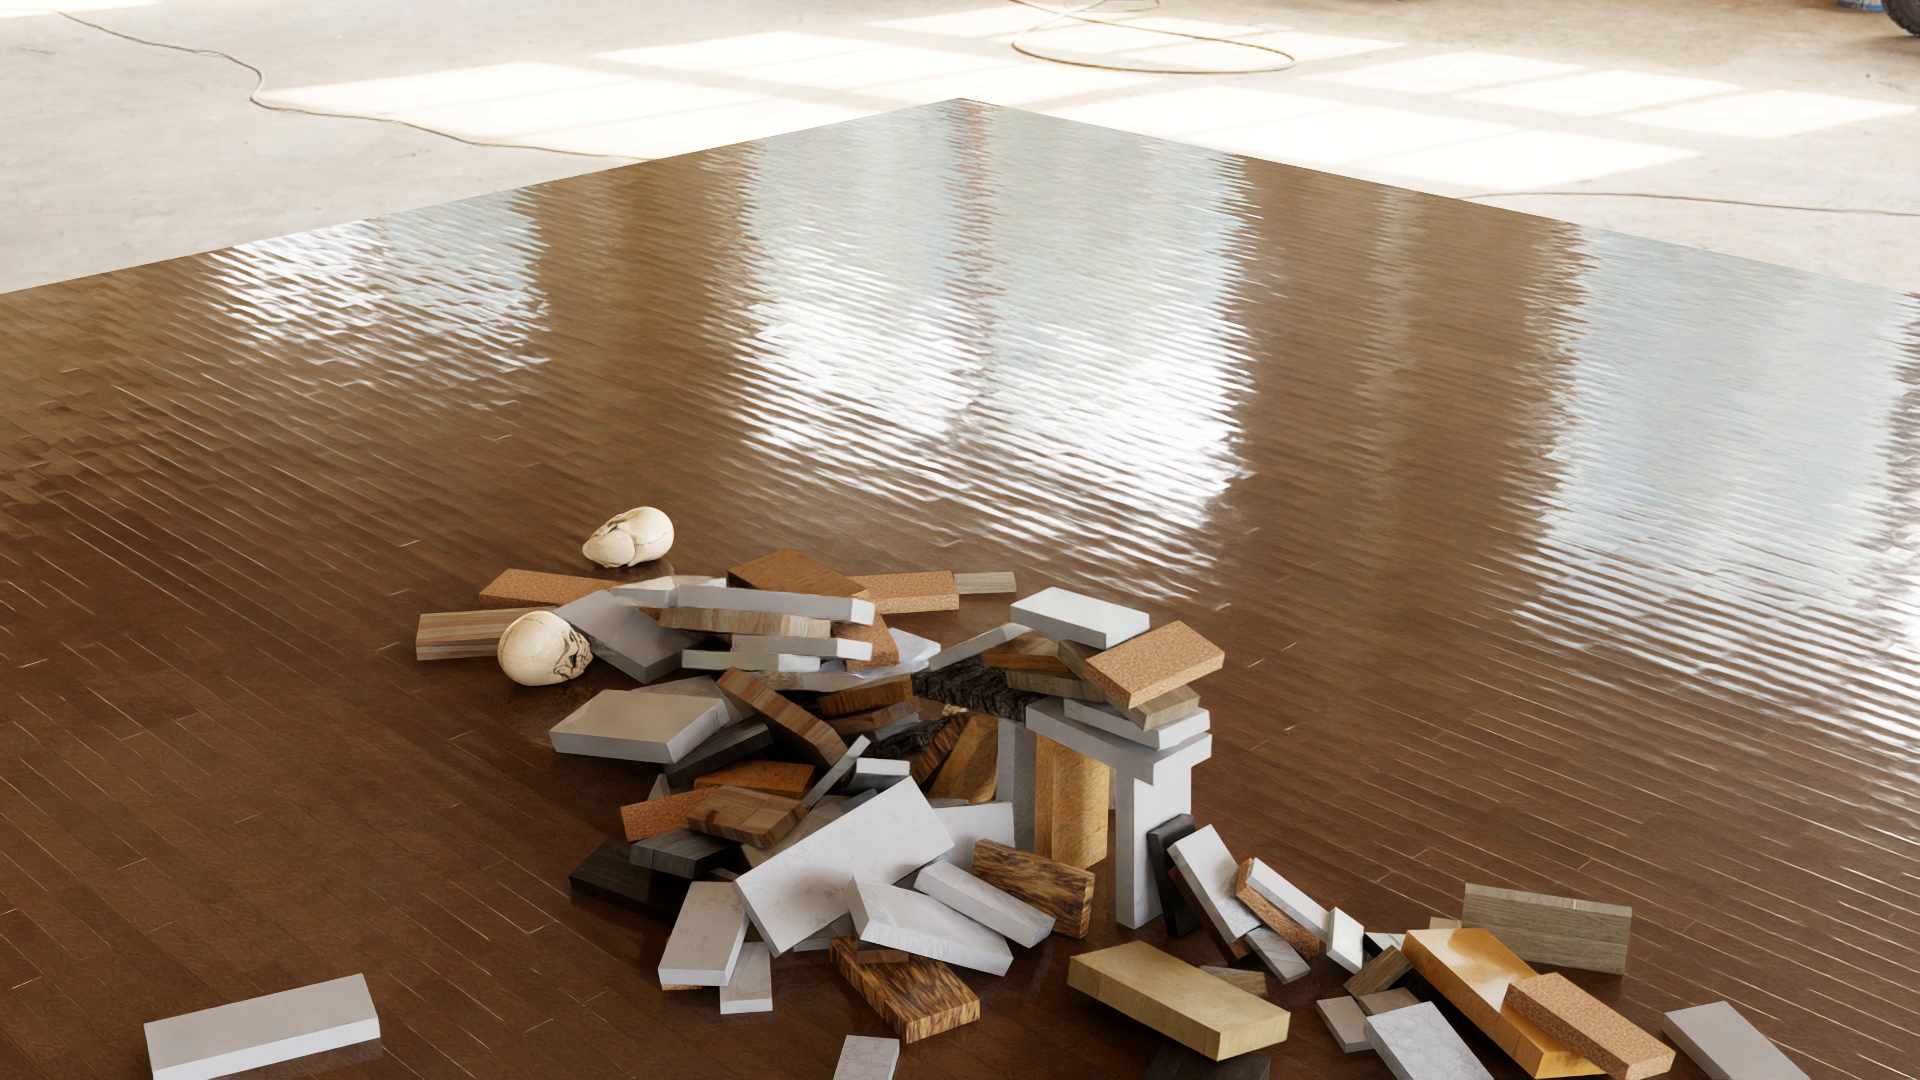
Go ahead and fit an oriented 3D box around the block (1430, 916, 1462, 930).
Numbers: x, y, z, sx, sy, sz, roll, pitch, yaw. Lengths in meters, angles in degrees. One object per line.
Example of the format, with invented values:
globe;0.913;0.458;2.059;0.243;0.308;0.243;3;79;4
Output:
block;0.884;0.730;4.019;0.057;0.016;0.114;6;24;15

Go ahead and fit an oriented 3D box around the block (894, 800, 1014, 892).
block;-0.052;0.586;4.176;0.310;0.155;0.044;-4;0;-9

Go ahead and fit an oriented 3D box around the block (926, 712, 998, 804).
block;0.041;0.435;4.364;0.155;0.310;0.044;-19;60;-37

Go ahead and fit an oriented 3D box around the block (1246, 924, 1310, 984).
block;0.570;0.742;3.945;0.057;0.016;0.114;-15;47;-31

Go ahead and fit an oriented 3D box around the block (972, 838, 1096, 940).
block;0.132;0.646;4.080;0.238;0.119;0.034;14;14;29

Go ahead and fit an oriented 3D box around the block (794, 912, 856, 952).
block;-0.228;0.717;4.041;0.163;0.023;0.081;-4;23;-8

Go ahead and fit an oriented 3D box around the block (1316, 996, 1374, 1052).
block;0.667;0.831;3.778;0.064;0.018;0.129;-6;24;-13

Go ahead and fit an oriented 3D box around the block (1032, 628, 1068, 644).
block;0.226;0.174;4.148;0.102;0.029;0.203;-20;39;-41

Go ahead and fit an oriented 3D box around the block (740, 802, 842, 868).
block;-0.309;0.580;4.201;0.199;0.028;0.099;-24;38;-12

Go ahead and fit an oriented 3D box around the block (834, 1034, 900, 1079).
block;-0.159;0.886;3.639;0.090;0.025;0.179;3;23;7

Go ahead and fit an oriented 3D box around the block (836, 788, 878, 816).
block;-0.254;0.579;4.237;0.253;0.036;0.126;-24;37;-11

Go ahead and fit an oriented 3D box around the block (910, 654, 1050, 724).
block;0.068;0.283;4.274;0.155;0.044;0.311;-21;21;-40

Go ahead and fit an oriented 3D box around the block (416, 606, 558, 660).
block;-1.113;0.219;5.188;0.319;0.045;0.159;-3;23;-8

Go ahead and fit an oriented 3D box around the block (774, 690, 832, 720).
block;-0.338;0.361;4.752;0.117;0.033;0.234;6;3;-27

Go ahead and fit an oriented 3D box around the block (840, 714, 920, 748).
block;-0.202;0.402;4.635;0.117;0.033;0.234;-20;3;-39

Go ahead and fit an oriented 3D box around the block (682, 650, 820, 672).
block;-0.468;0.274;4.912;0.282;0.040;0.141;0;-6;35

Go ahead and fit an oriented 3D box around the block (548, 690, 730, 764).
block;-0.679;0.391;4.637;0.359;0.051;0.180;1;27;38

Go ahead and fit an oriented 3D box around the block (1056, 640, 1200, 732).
block;0.302;0.247;3.977;0.125;0.035;0.250;-17;39;-33

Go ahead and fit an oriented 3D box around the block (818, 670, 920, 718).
block;-0.148;0.312;4.553;0.147;0.042;0.294;-15;0;-39

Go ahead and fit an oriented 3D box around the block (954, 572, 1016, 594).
block;0.061;0.107;5.482;0.150;0.021;0.075;-2;23;-5

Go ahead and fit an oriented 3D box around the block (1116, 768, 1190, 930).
block;0.358;0.545;4.068;0.158;0.317;0.045;-21;28;-40

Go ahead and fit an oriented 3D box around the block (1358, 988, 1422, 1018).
block;0.768;0.834;3.761;0.093;0.026;0.185;-8;24;-18

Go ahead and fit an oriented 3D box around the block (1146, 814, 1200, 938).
block;0.406;0.617;4.051;0.100;0.201;0.028;-21;13;-40

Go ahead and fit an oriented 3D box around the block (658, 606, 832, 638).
block;-0.496;0.193;5.064;0.360;0.051;0.180;3;-5;34

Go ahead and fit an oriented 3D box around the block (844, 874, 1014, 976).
block;-0.057;0.689;3.927;0.288;0.041;0.144;19;18;-22

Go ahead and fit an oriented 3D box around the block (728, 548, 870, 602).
block;-0.394;0.118;5.337;0.180;0.051;0.360;-21;28;-30

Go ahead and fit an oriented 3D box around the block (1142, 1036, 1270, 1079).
block;0.362;0.924;3.519;0.175;0.050;0.351;10;25;21

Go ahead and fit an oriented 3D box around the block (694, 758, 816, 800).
block;-0.416;0.489;4.476;0.225;0.032;0.112;4;23;10

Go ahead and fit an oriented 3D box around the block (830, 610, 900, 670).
block;-0.225;0.229;5.071;0.122;0.034;0.243;-6;22;-12

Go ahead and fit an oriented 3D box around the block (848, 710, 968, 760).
block;-0.116;0.416;4.551;0.147;0.042;0.294;-20;1;-39

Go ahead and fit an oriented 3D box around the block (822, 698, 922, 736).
block;-0.191;0.367;4.555;0.117;0.033;0.234;-20;2;-34

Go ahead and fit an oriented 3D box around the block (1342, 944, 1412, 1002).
block;0.734;0.765;3.862;0.114;0.016;0.057;-38;31;-5

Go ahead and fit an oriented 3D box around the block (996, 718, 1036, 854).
block;0.141;0.462;4.273;0.044;0.310;0.155;23;32;40

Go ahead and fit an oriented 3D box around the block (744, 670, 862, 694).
block;-0.345;0.309;4.777;0.141;0.040;0.282;6;-6;-32

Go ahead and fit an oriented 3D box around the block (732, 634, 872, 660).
block;-0.355;0.241;4.920;0.282;0.040;0.141;0;-7;30

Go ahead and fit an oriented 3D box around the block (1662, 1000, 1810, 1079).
block;1.300;0.864;3.682;0.121;0.034;0.242;-7;24;-16

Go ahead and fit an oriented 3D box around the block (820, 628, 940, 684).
block;-0.191;0.285;5.037;0.143;0.040;0.285;17;28;35

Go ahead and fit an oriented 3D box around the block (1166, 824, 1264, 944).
block;0.470;0.623;3.991;0.100;0.028;0.201;-19;70;-40

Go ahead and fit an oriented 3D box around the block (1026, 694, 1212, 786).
block;0.290;0.353;4.058;0.158;0.045;0.317;-21;30;-40

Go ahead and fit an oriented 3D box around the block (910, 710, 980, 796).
block;-0.014;0.425;4.430;0.147;0.294;0.042;-20;68;-39

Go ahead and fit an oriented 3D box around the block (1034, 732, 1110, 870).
block;0.215;0.490;4.201;0.158;0.317;0.045;-21;31;-40

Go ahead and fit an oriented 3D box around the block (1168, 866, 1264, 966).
block;0.473;0.664;4.003;0.100;0.028;0.201;-21;71;-40

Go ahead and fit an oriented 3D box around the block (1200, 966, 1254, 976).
block;0.473;0.780;3.905;0.097;0.014;0.049;4;23;10
